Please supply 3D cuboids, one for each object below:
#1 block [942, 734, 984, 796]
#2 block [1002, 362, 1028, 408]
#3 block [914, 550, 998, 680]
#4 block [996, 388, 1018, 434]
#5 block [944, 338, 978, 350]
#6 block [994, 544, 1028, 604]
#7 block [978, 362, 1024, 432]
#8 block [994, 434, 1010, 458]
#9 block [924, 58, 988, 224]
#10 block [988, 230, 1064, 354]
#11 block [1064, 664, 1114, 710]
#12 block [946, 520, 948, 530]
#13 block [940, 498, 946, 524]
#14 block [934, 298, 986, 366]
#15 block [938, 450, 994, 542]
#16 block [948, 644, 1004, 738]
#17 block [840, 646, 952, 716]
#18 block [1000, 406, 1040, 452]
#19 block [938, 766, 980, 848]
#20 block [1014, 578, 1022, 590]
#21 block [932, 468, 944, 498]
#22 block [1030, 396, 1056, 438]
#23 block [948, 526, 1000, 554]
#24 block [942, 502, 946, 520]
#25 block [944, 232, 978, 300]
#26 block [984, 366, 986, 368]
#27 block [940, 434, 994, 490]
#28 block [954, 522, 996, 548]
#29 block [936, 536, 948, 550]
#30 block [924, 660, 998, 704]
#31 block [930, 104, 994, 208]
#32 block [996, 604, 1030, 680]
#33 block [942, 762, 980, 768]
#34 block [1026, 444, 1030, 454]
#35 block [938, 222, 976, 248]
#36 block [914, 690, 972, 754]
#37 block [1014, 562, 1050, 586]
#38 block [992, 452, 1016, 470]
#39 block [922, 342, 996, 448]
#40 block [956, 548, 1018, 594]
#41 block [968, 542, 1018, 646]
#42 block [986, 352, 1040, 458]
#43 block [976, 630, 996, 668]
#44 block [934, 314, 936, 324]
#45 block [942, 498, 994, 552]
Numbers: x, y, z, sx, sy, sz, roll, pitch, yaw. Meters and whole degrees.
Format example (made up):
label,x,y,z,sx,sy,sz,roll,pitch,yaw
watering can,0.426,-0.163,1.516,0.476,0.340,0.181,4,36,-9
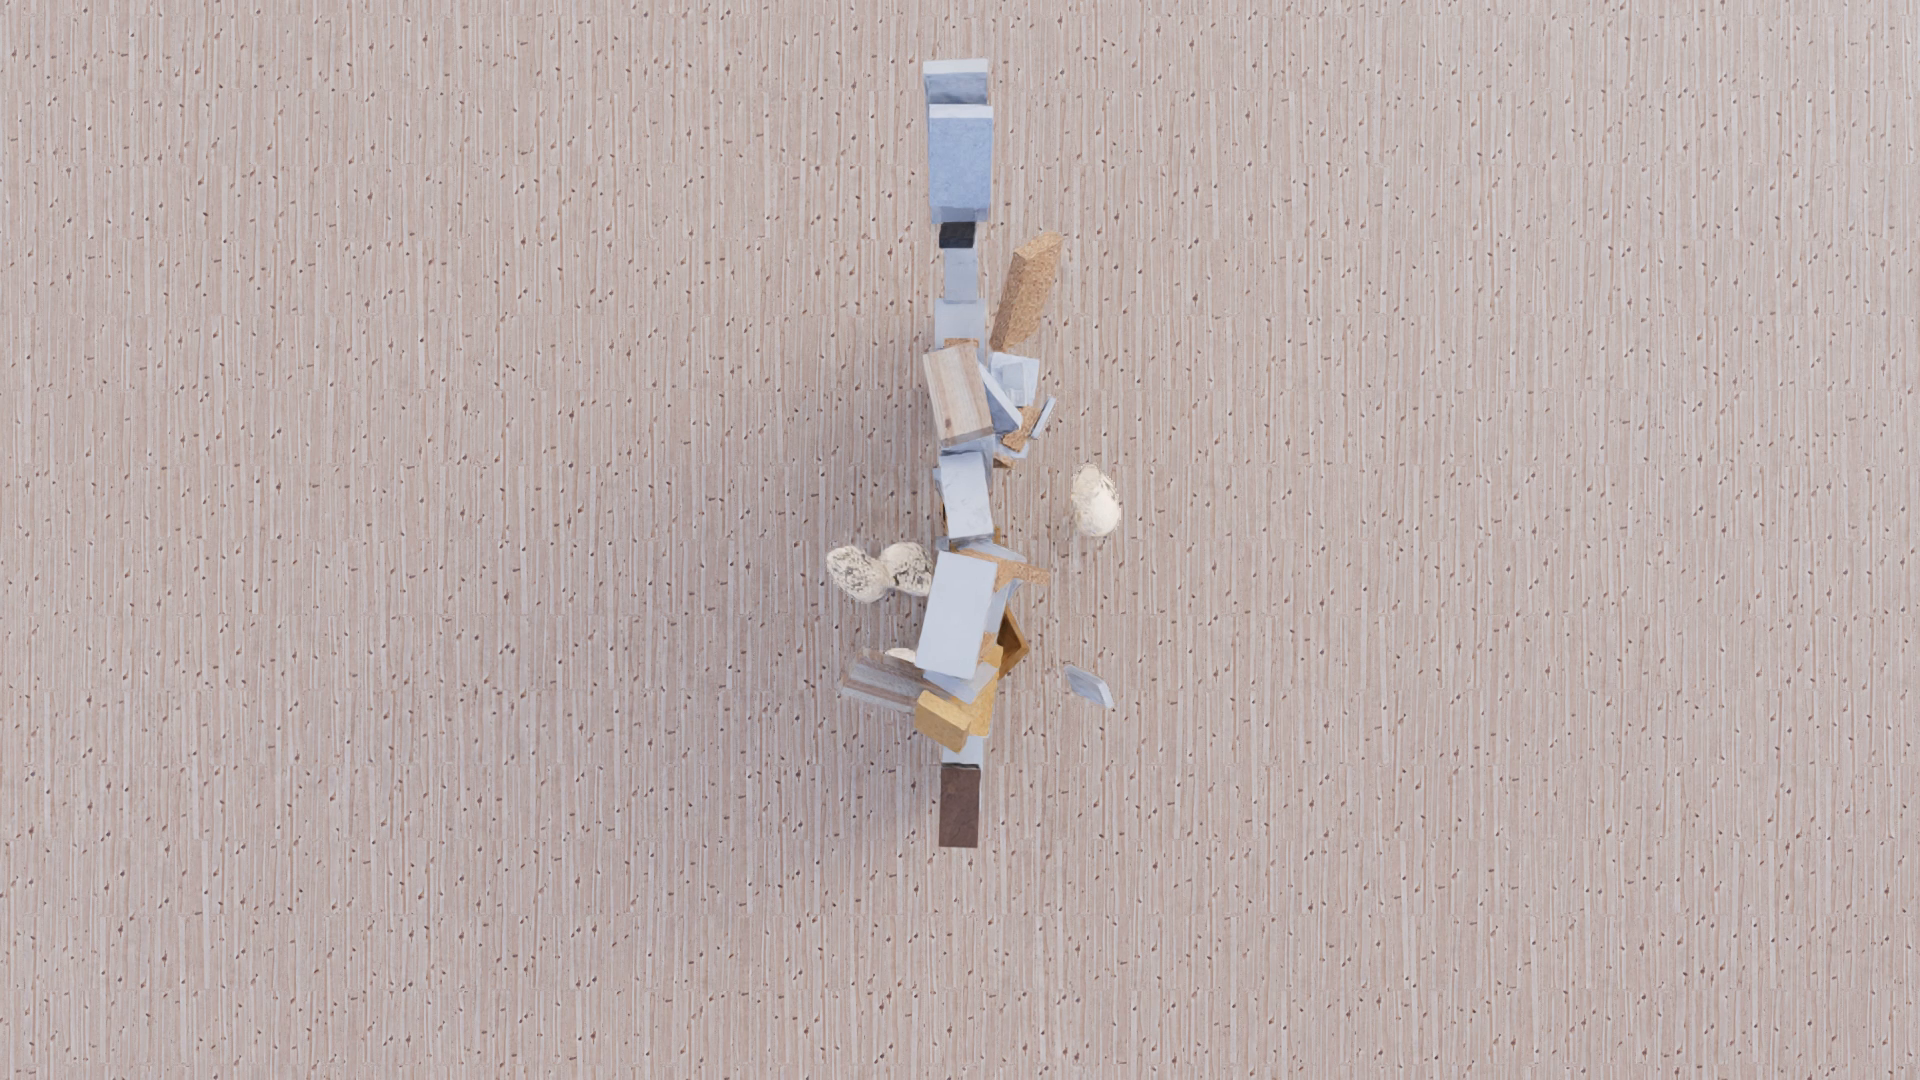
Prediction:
label,x,y,z,sx,sy,sz,roll,pitch,yaw
block,0.006,0.672,4.858,0.119,0.034,0.238,2,90,0
block,0.159,-0.446,4.779,0.064,0.018,0.128,-7,84,25
block,-0.008,0.189,4.167,0.150,0.042,0.300,12,90,9
block,0.128,-0.372,4.767,0.064,0.018,0.128,-5,92,30
block,0.004,-0.599,5.040,0.103,0.207,0.029,0,96,0
block,0.076,0.153,4.809,0.139,0.040,0.279,24,96,-1
block,0.046,-0.403,4.651,0.144,0.289,0.041,-7,55,30
block,0.123,-0.302,4.809,0.067,0.019,0.133,20,87,-18
block,-0.007,-1.150,4.805,0.177,0.598,0.050,-2,58,0
block,0.194,-0.731,4.887,0.050,0.354,0.177,37,49,20
block,0.397,0.452,5.097,0.026,0.183,0.091,-34,120,-21
block,0.007,-0.081,4.861,0.101,0.202,0.029,-3,112,0
block,-0.002,-0.170,5.240,0.121,0.034,0.242,0,90,0
block,0.001,-0.598,5.167,0.155,0.044,0.311,-1,90,0
block,0.017,-0.119,4.476,0.118,0.034,0.237,-8,73,2
block,0.034,0.406,4.534,0.127,0.036,0.254,11,79,-1
block,-0.166,0.391,4.450,0.286,0.041,0.143,20,123,-20
block,0.176,-0.329,4.799,0.067,0.019,0.133,26,90,-19
block,-0.002,0.747,4.607,0.109,0.031,0.219,2,90,0
block,0.104,0.110,4.981,0.140,0.307,0.040,21,80,-3
block,-0.007,-0.166,4.636,0.118,0.237,0.034,-9,79,2
block,0.241,-0.357,4.817,0.018,0.064,0.128,26,91,-4
block,0.045,0.116,5.156,0.158,0.045,0.315,0,90,-7
block,0.003,-0.174,4.977,0.114,0.032,0.229,-1,90,0
block,0.003,-0.847,5.101,0.104,0.029,0.207,-1,111,0
block,0.052,-0.489,4.982,0.147,0.293,0.042,-17,100,-16
block,0.019,-0.224,4.635,0.144,0.440,0.041,-3,74,-1
block,0.036,-0.021,4.588,0.118,0.237,0.034,-16,84,0
block,0.018,0.010,5.334,0.158,0.315,0.045,0,90,-7
block,0.004,0.352,4.379,0.143,0.286,0.041,31,103,7
block,0.002,-1.092,4.708,0.177,0.354,0.050,1,58,0
block,0.102,0.266,4.676,0.127,0.254,0.036,-45,130,16
block,0.001,0.672,4.731,0.109,0.219,0.031,3,91,0
block,0.071,-0.332,5.093,0.147,0.474,0.042,12,100,-18
block,-0.007,-0.924,4.983,0.103,0.207,0.029,1,115,3
block,-0.047,0.482,4.346,0.143,0.286,0.041,30,72,8
block,0.181,0.090,4.649,0.130,0.261,0.037,15,91,-1
block,0.099,-0.230,4.760,0.067,0.133,0.019,28,80,-30
block,-0.005,-0.393,4.445,0.144,0.041,0.289,-15,58,5
block,0.054,0.078,4.336,0.150,0.300,0.042,16,99,9
block,0.063,0.146,4.504,0.131,0.037,0.261,13,90,9
block,0.138,-0.394,4.839,0.147,0.042,0.293,8,91,-18
block,-0.007,0.277,4.338,0.150,0.300,0.042,16,102,9
block,-0.002,-0.707,5.344,0.155,0.311,0.044,0,91,0
block,0.022,-0.052,4.739,0.101,0.029,0.203,-17,73,-1
